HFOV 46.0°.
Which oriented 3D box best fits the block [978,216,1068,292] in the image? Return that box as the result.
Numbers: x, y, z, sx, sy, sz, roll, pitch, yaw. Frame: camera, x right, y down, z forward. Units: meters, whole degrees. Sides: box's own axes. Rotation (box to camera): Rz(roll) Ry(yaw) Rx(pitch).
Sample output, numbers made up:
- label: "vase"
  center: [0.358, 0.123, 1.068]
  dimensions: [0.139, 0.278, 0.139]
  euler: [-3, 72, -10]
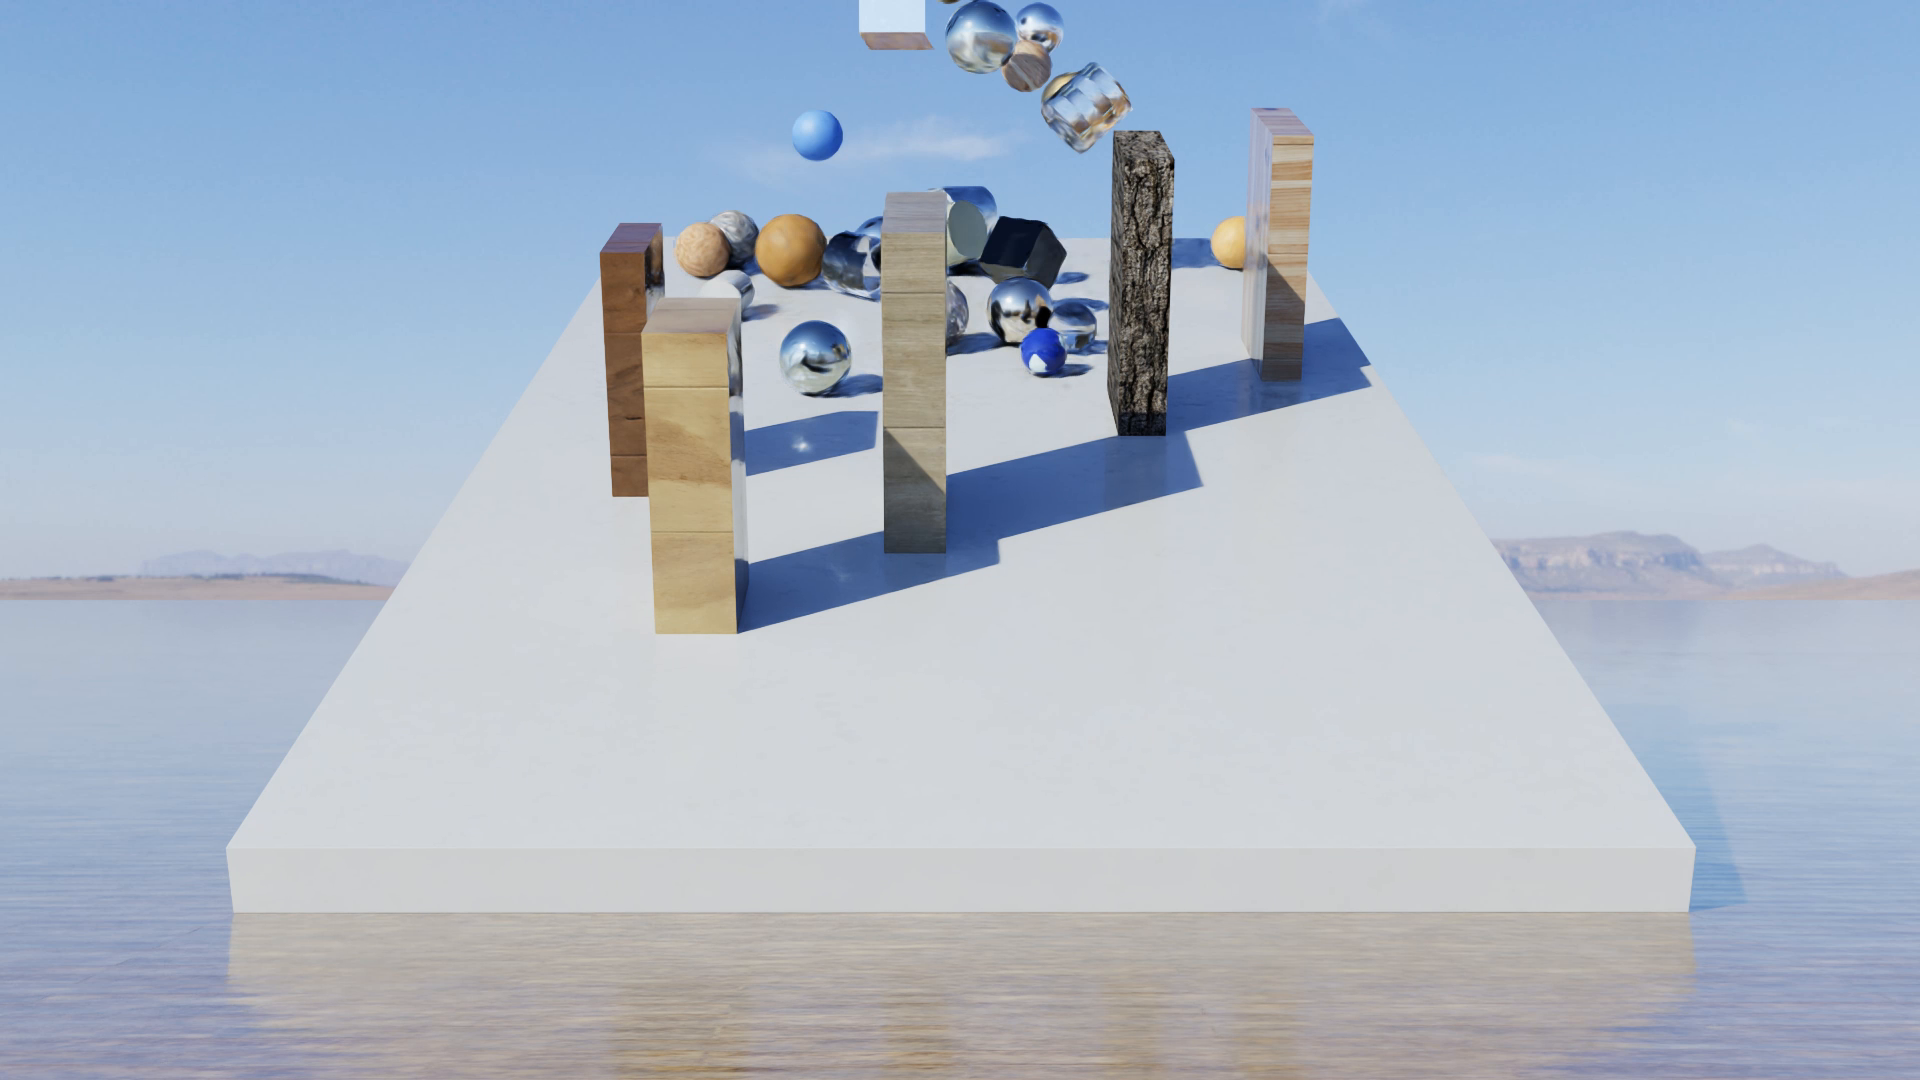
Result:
- label: "block"
  center: [0.163, -0.732, 5.848]
  dimensions: [0.143, 0.143, 0.143]
  euler: [13, -20, 34]

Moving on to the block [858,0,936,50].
- label: "block"
  center: [-0.183, -1.568, 6.673]
  dimensions: [0.194, 0.194, 0.194]
  euler: [2, -3, 8]

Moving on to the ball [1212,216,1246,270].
- label: "ball"
  center: [0.789, -0.845, 6.418]
  dimensions: [0.151, 0.151, 0.151]
  euler: [0, -1, 0]

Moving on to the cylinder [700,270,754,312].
- label: "cylinder"
  center: [-0.606, -0.636, 5.875]
  dimensions: [0.114, 0.114, 0.114]
  euler: [0, 19, 13]

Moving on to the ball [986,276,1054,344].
- label: "ball"
  center: [0.149, -0.569, 5.599]
  dimensions: [0.169, 0.169, 0.169]
  euler: [0, -1, 0]

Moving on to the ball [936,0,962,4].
- label: "ball"
  center: [-0.030, -1.554, 6.220]
  dimensions: [0.152, 0.152, 0.152]
  euler: [0, -1, 0]

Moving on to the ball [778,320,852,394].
- label: "ball"
  center: [-0.331, -0.419, 5.181]
  dimensions: [0.169, 0.169, 0.169]
  euler: [0, -1, 0]

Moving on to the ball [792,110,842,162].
- label: "ball"
  center: [-0.397, -1.125, 6.279]
  dimensions: [0.143, 0.143, 0.143]
  euler: [0, -1, 0]

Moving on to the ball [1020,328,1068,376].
- label: "ball"
  center: [0.199, -0.445, 5.342]
  dimensions: [0.113, 0.113, 0.113]
  euler: [0, -1, 0]

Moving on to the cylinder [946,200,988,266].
- label: "cylinder"
  center: [-0.038, -0.852, 6.338]
  dimensions: [0.166, 0.166, 0.166]
  euler: [-10, -8, 42]

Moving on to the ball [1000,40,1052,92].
- label: "ball"
  center: [0.182, -1.296, 6.176]
  dimensions: [0.141, 0.141, 0.141]
  euler: [0, -1, 0]

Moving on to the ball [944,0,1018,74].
- label: "ball"
  center: [0.055, -1.323, 5.949]
  dimensions: [0.191, 0.191, 0.191]
  euler: [0, -1, 0]

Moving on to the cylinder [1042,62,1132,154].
- label: "cylinder"
  center: [0.343, -1.170, 6.118]
  dimensions: [0.174, 0.174, 0.174]
  euler: [-42, 3, -6]

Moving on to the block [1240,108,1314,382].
- label: "block"
  center: [0.755, -0.713, 5.406]
  dimensions: [0.093, 0.576, 0.408]
  euler: [0, 20, 0]

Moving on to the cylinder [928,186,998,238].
- label: "cylinder"
  center: [-0.006, -0.965, 6.708]
  dimensions: [0.167, 0.167, 0.167]
  euler: [-11, 6, -42]

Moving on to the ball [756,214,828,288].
- label: "ball"
  center: [-0.461, -0.794, 6.193]
  dimensions: [0.200, 0.200, 0.200]
  euler: [0, -1, 0]

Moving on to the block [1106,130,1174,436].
- label: "block"
  center: [0.394, -0.570, 4.965]
  dimensions: [0.103, 0.599, 0.371]
  euler: [0, 20, 0]

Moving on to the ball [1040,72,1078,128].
- label: "ball"
  center: [0.319, -1.244, 6.448]
  dimensions: [0.179, 0.179, 0.179]
  euler: [0, -1, 0]

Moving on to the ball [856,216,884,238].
- label: "ball"
  center: [-0.215, -0.811, 6.272]
  dimensions: [0.176, 0.176, 0.176]
  euler: [0, -1, 0]

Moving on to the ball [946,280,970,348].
- label: "ball"
  center: [-0.070, -0.555, 5.544]
  dimensions: [0.185, 0.185, 0.185]
  euler: [0, -1, 0]

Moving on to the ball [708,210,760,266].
- label: "ball"
  center: [-0.650, -0.859, 6.435]
  dimensions: [0.160, 0.160, 0.160]
  euler: [0, -1, 0]

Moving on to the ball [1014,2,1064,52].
- label: "ball"
  center: [0.220, -1.435, 6.349]
  dimensions: [0.147, 0.147, 0.147]
  euler: [0, -1, 0]

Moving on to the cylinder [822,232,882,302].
- label: "cylinder"
  center: [-0.256, -0.739, 6.091]
  dimensions: [0.165, 0.165, 0.165]
  euler: [19, 12, 42]

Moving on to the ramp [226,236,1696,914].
- label: "ramp"
  center: [-0.005, -0.202, 4.974]
  dimensions: [2.000, 0.100, 4.000]
  euler: [0, 20, 0]

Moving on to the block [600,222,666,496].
- label: "block"
  center: [-0.649, -0.365, 4.543]
  dimensions: [0.085, 0.493, 0.284]
  euler: [0, 20, 0]

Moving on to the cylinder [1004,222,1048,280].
- label: "cylinder"
  center: [0.181, -0.792, 6.229]
  dimensions: [0.117, 0.117, 0.117]
  euler: [0, -45, -4]

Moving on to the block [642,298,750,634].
- label: "block"
  center: [-0.444, -0.128, 3.833]
  dimensions: [0.137, 0.521, 0.247]
  euler: [0, 20, 0]

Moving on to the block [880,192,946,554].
- label: "block"
  center: [-0.083, -0.322, 4.264]
  dimensions: [0.115, 0.600, 0.384]
  euler: [0, 20, 0]

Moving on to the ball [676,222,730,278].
- label: "ball"
  center: [-0.718, -0.809, 6.303]
  dimensions: [0.154, 0.154, 0.154]
  euler: [0, -1, 0]

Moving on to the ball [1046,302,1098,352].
- label: "ball"
  center: [0.276, -0.522, 5.541]
  dimensions: [0.125, 0.125, 0.125]
  euler: [0, -1, 0]
